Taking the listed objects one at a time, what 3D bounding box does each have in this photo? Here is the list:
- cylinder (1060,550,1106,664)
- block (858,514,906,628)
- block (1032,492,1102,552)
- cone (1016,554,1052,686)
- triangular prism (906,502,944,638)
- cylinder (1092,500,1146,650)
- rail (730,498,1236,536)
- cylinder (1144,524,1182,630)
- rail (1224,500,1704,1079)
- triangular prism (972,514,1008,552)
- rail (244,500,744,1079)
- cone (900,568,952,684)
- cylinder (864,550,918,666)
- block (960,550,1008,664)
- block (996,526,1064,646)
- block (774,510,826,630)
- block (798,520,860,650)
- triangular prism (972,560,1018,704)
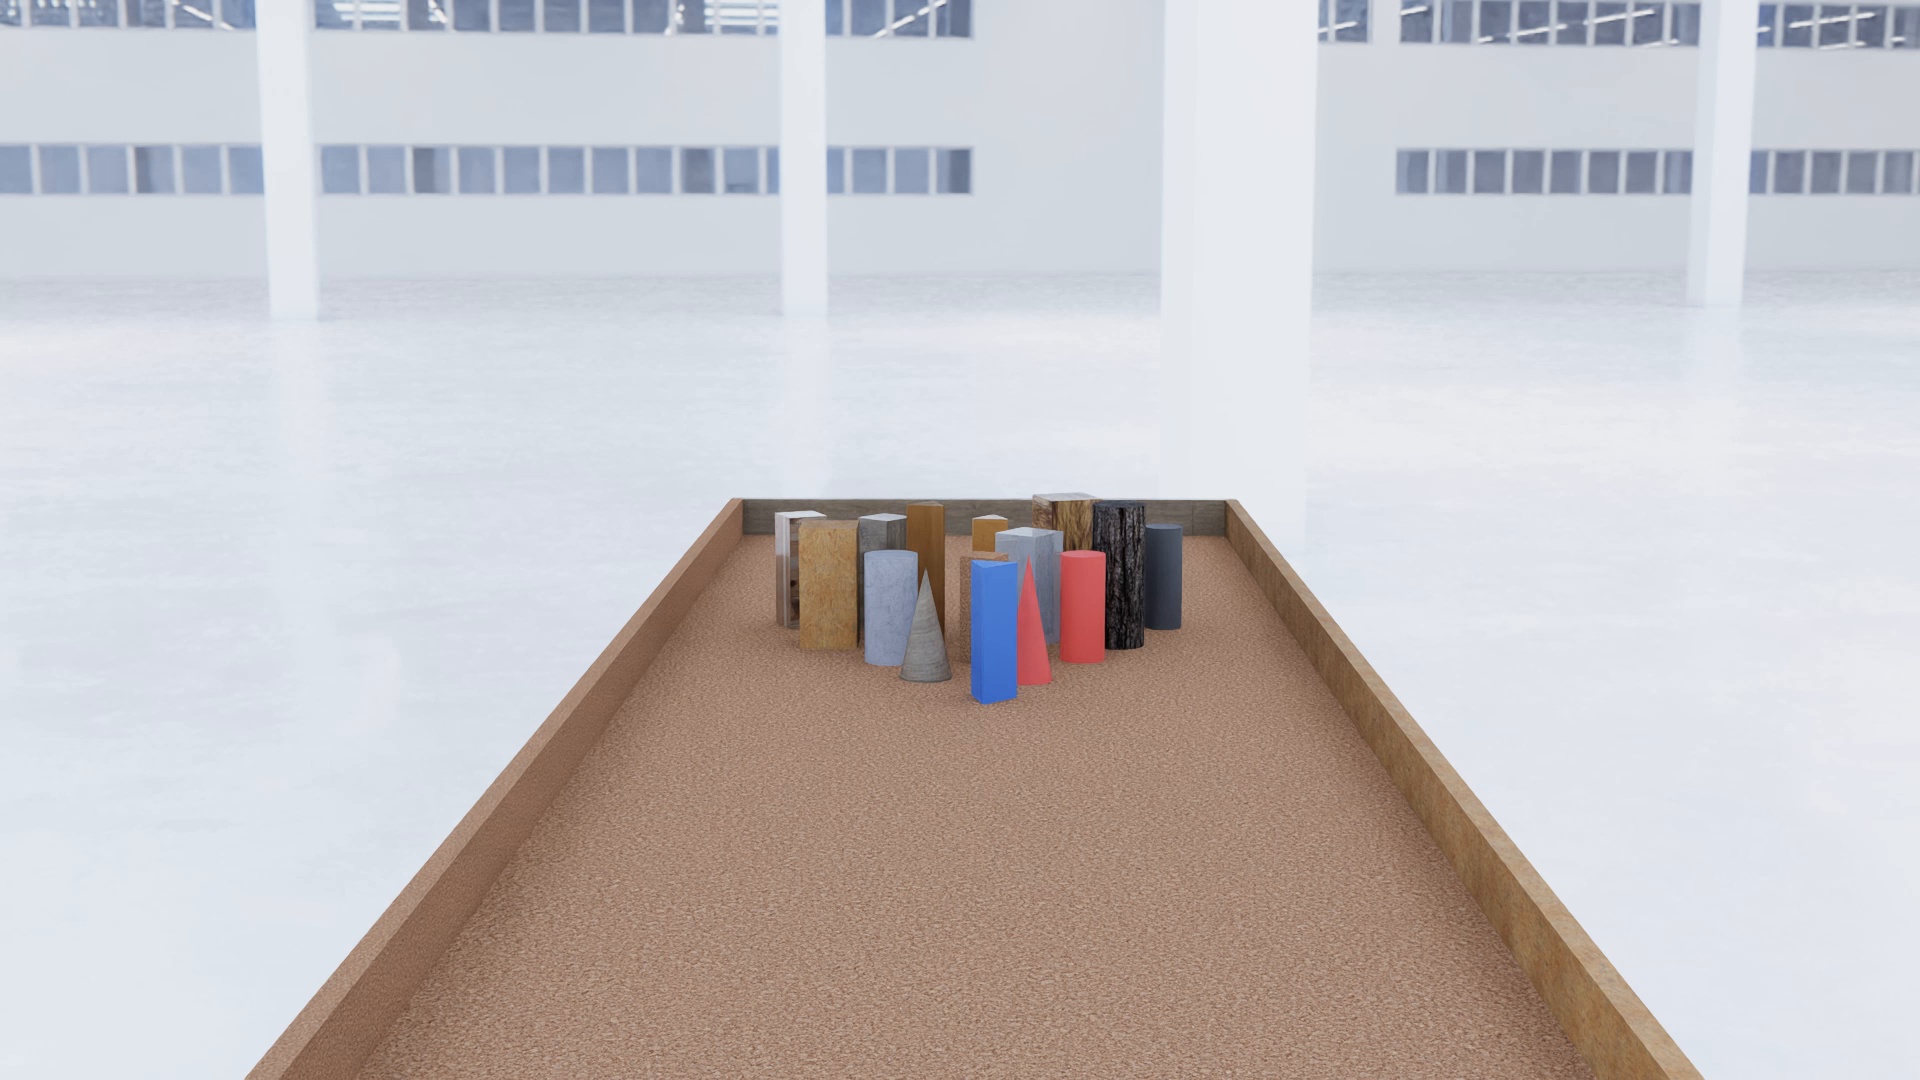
[{"bbox_3d":[0.374,0.203,6.693,0.137,0.325,0.137,0,9,0],"label":"cylinder"},{"bbox_3d":[-0.242,0.106,7.172,0.128,0.366,0.128,8,12,40],"label":"block"},{"bbox_3d":[0.348,0.070,7.197,0.175,0.429,0.175,-3,10,-19],"label":"block"},{"bbox_3d":[0.200,0.225,6.401,0.142,0.373,0.142,0,9,0],"label":"cone"},{"bbox_3d":[-0.096,0.102,6.956,0.121,0.441,0.105,2,9,13],"label":"triangular prism"},{"bbox_3d":[0.496,0.108,6.897,0.166,0.447,0.166,0,9,0],"label":"cylinder"},{"bbox_3d":[0.099,-0.098,9.147,2.100,0.150,0.050,0,9,1],"label":"rail"},{"bbox_3d":[0.665,0.120,7.192,0.123,0.333,0.123,0,9,0],"label":"cylinder"},{"bbox_3d":[1.046,0.843,3.208,0.050,0.150,12.000,0,9,1],"label":"rail"},{"bbox_3d":[0.103,0.102,7.206,0.114,0.362,0.098,1,9,7],"label":"triangular prism"},{"bbox_3d":[-1.004,0.839,3.234,0.050,0.150,12.000,0,9,1],"label":"rail"},{"bbox_3d":[-0.100,0.239,6.439,0.157,0.332,0.157,0,9,0],"label":"cone"},{"bbox_3d":[-0.209,0.204,6.672,0.164,0.328,0.164,0,9,0],"label":"cylinder"},{"bbox_3d":[0.073,0.206,6.660,0.109,0.328,0.109,5,10,27],"label":"block"},{"bbox_3d":[0.218,0.149,6.948,0.153,0.352,0.153,7,11,36],"label":"block"},{"bbox_3d":[-0.521,0.097,7.227,0.131,0.367,0.131,-4,10,-25],"label":"block"},{"bbox_3d":[-0.409,0.139,6.915,0.178,0.380,0.178,0,9,1],"label":"block"},{"bbox_3d":[0.073,0.254,6.175,0.131,0.386,0.114,-8,12,-43],"label":"triangular prism"}]
